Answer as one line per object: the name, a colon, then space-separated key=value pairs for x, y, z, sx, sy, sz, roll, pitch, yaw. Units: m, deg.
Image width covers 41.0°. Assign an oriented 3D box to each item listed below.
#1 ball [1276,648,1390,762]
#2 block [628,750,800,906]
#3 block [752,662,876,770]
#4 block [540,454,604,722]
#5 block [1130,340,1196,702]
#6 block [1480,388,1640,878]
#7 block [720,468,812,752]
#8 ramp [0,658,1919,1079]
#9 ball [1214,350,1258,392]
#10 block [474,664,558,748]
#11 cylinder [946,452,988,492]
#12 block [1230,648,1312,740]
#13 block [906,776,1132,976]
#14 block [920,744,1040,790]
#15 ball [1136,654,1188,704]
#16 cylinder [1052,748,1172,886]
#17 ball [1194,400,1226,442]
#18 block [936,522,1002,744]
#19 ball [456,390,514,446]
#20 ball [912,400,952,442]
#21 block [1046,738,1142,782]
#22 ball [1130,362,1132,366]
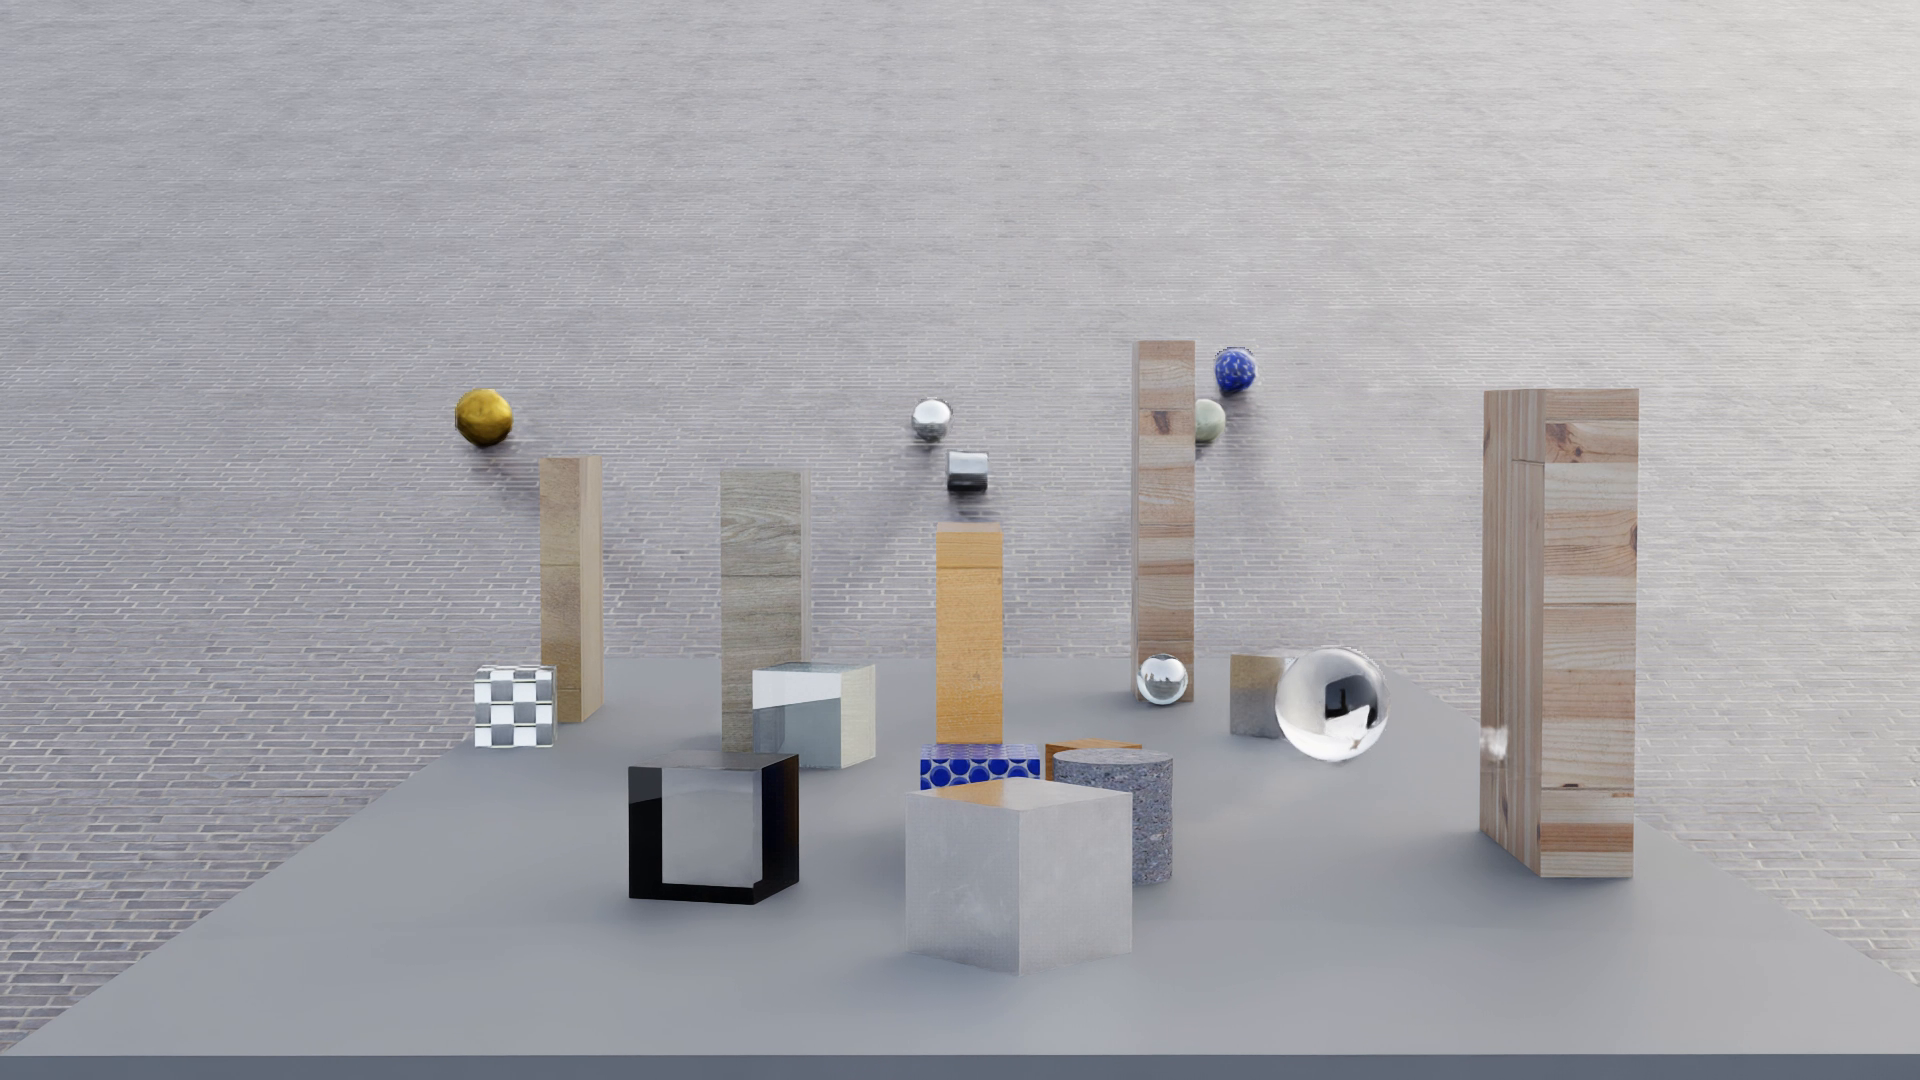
ball: x=0.671 y=0.296 z=4.632 sx=0.205 sy=0.205 sz=0.205 roll=0 pitch=22 yaw=0
block: x=-0.323 y=0.376 z=3.396 sx=0.172 sy=0.172 sz=0.172 roll=1 pitch=3 yaw=16
block: x=-0.262 y=0.314 z=4.636 sx=0.169 sy=0.169 sz=0.169 roll=1 pitch=3 yaw=19
block: x=-0.807 y=0.093 z=5.358 sx=0.080 sy=0.536 sz=0.335 roll=0 pitch=3 yaw=0
block: x=0.446 y=-0.045 z=5.667 sx=0.120 sy=0.780 sz=0.240 roll=0 pitch=3 yaw=0
block: x=0.849 y=0.116 z=3.673 sx=0.125 sy=0.662 sz=0.407 roll=0 pitch=3 yaw=0
block: x=-0.366 y=0.125 z=4.894 sx=0.148 sy=0.520 sz=0.321 roll=0 pitch=3 yaw=0
ramp: x=0.050 y=0.454 z=4.532 sx=2.000 sy=0.100 sz=4.000 roll=0 pitch=3 yaw=0
ball: x=0.945 y=-0.582 z=8.814 sx=0.146 sy=0.146 sz=0.146 roll=0 pitch=22 yaw=0
block: x=-0.842 y=0.315 z=4.885 sx=0.142 sy=0.142 sz=0.142 roll=0 pitch=3 yaw=-5
cylinder: x=0.022 y=-0.209 z=7.898 sx=0.118 sy=0.118 sz=0.118 roll=3 pitch=21 yaw=-3
block: x=0.638 y=0.300 z=5.012 sx=0.158 sy=0.158 sz=0.158 roll=3 pitch=4 yaw=43
block: x=0.069 y=0.389 z=3.007 sx=0.187 sy=0.187 sz=0.187 roll=-3 pitch=4 yaw=-44
block: x=0.027 y=0.373 z=3.560 sx=0.162 sy=0.162 sz=0.162 roll=0 pitch=3 yaw=0
ball: x=0.434 y=0.298 z=5.509 sx=0.109 sy=0.109 sz=0.109 roll=0 pitch=22 yaw=0
cylinder: x=0.208 y=0.375 z=3.503 sx=0.163 sy=0.163 sz=0.163 roll=0 pitch=3 yaw=0
ball: x=0.791 y=-0.385 z=8.323 sx=0.142 sy=0.142 sz=0.142 roll=0 pitch=22 yaw=0
block: x=0.013 y=0.211 z=3.789 sx=0.094 sy=0.461 sz=0.313 roll=0 pitch=3 yaw=0
ball: x=-1.532 y=-0.391 z=8.287 sx=0.180 sy=0.180 sz=0.180 roll=0 pitch=22 yaw=0
ball: x=-0.091 y=-0.387 z=8.337 sx=0.135 sy=0.135 sz=0.135 roll=0 pitch=22 yaw=0
block: x=0.210 y=0.375 z=4.051 sx=0.107 sy=0.107 sz=0.107 roll=-3 pitch=4 yaw=-42
ball: x=0.654 y=-0.611 z=8.923 sx=0.120 sy=0.120 sz=0.120 roll=0 pitch=22 yaw=0
